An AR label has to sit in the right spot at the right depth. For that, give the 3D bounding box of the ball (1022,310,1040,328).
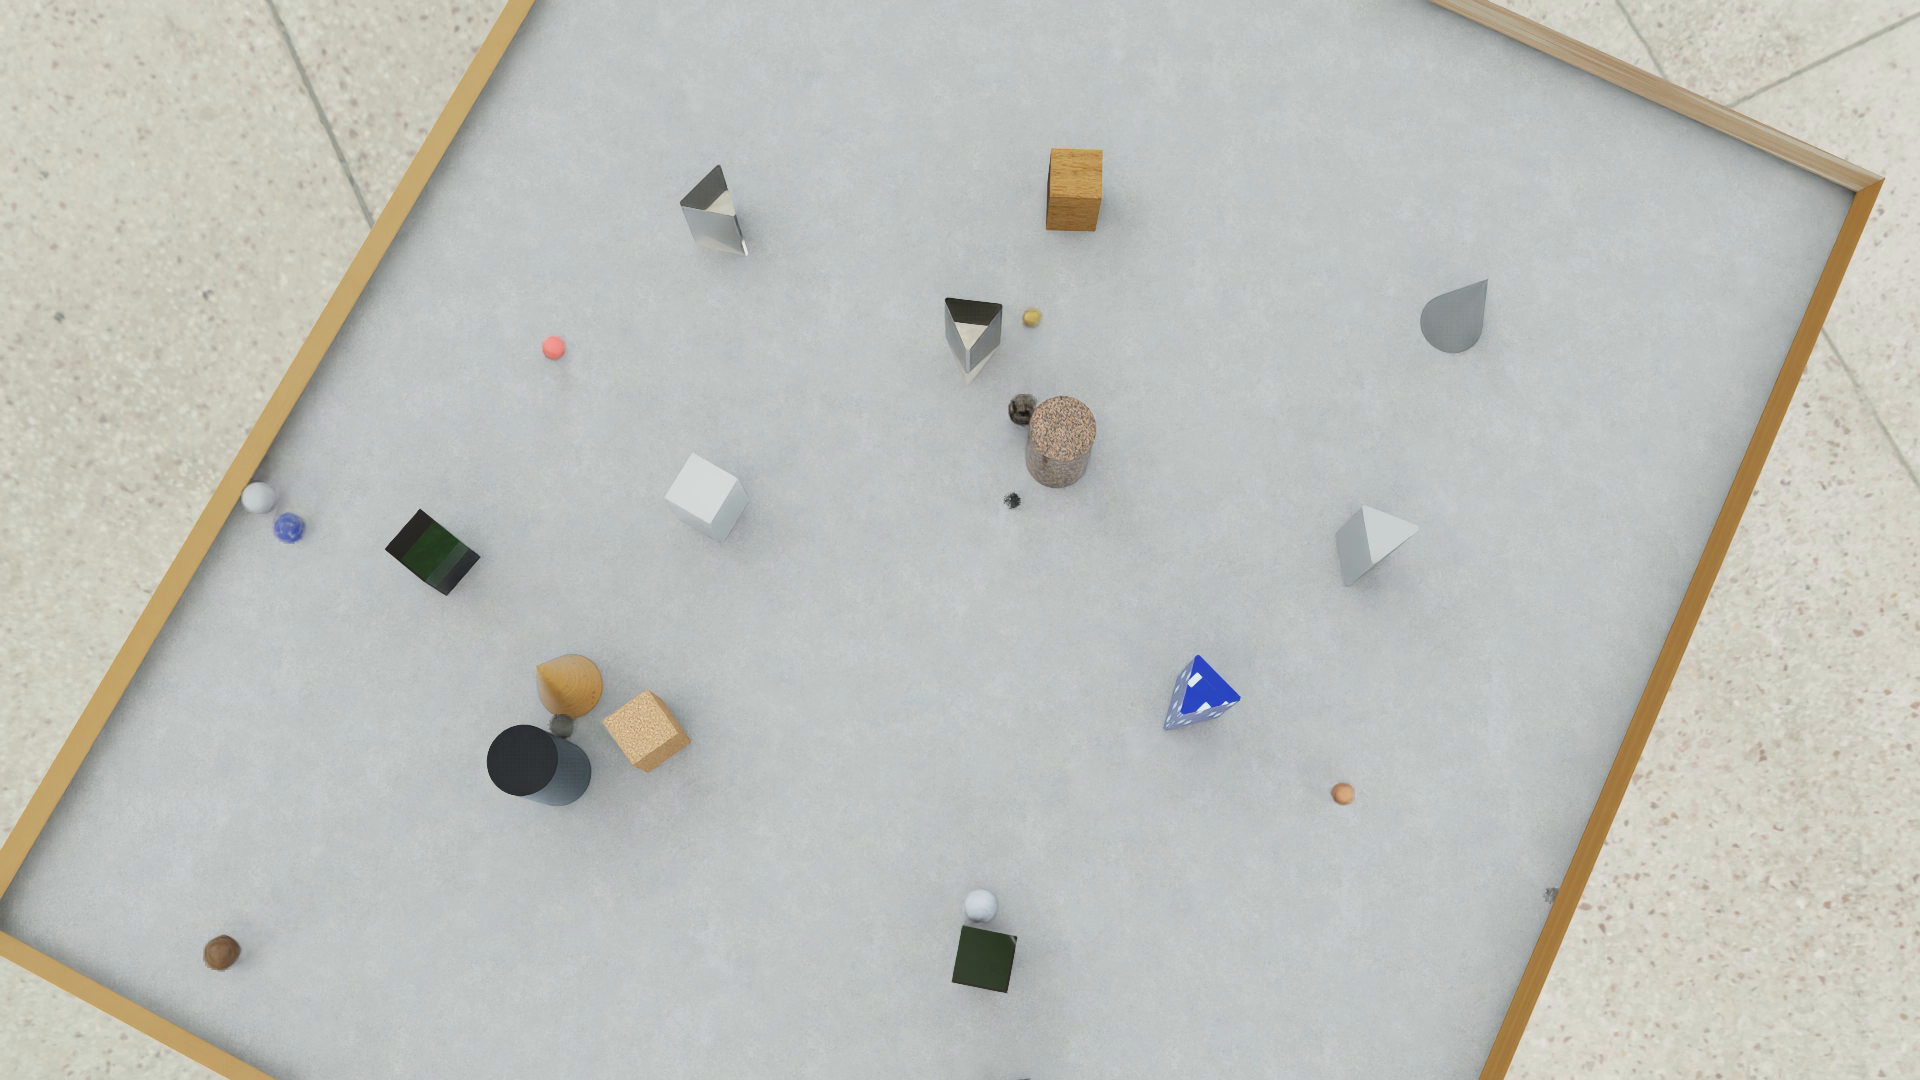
[{"bbox_3d":[0.223,-0.693,5.731,0.056,0.056,0.056,0,78,0],"label":"ball"}]

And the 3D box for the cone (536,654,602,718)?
[{"bbox_3d":[-1.175,0.395,5.303,0.196,0.454,0.196,0,78,0],"label":"cone"}]

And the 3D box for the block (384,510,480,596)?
[{"bbox_3d":[-1.576,0.039,5.485,0.157,0.241,0.157,38,81,7],"label":"block"}]

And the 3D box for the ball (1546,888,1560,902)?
[{"bbox_3d":[1.741,1.041,5.379,0.044,0.044,0.044,0,78,0],"label":"ball"}]

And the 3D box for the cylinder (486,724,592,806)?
[{"bbox_3d":[-1.199,0.650,5.245,0.196,0.464,0.196,0,78,0],"label":"cylinder"}]

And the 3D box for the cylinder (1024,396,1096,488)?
[{"bbox_3d":[0.299,-0.290,5.501,0.196,0.345,0.196,0,78,0],"label":"cylinder"}]

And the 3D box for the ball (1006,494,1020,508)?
[{"bbox_3d":[0.162,-0.120,5.618,0.046,0.046,0.046,0,78,0],"label":"ball"}]

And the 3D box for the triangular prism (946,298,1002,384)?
[{"bbox_3d":[0.015,-0.632,5.563,0.147,0.360,0.170,36,81,7],"label":"triangular prism"}]

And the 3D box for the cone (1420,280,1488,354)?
[{"bbox_3d":[1.544,-0.722,5.556,0.196,0.411,0.196,0,78,0],"label":"cone"}]

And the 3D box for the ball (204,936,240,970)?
[{"bbox_3d":[-2.142,1.197,5.319,0.097,0.097,0.097,0,78,0],"label":"ball"}]

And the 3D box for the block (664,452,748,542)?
[{"bbox_3d":[-0.757,-0.123,5.496,0.157,0.286,0.157,29,80,6],"label":"block"}]

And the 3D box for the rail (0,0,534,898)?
[{"bbox_3d":[-1.831,-0.890,5.735,0.045,0.127,4.640,26,80,5],"label":"rail"}]

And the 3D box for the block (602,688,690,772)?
[{"bbox_3d":[-0.914,0.561,5.363,0.157,0.270,0.157,-35,80,-7],"label":"block"}]

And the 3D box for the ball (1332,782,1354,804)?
[{"bbox_3d":[1.133,0.749,5.428,0.065,0.065,0.065,0,78,0],"label":"ball"}]

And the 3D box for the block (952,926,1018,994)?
[{"bbox_3d":[0.068,1.191,5.219,0.157,0.296,0.157,11,79,2],"label":"block"}]

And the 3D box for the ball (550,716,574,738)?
[{"bbox_3d":[-1.188,0.558,5.465,0.071,0.071,0.071,0,78,0],"label":"ball"}]

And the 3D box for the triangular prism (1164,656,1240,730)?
[{"bbox_3d":[0.678,0.434,5.302,0.170,0.440,0.147,-13,79,-3],"label":"triangular prism"}]

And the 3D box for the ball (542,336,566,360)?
[{"bbox_3d":[-1.265,-0.597,5.703,0.072,0.072,0.072,0,78,0],"label":"ball"}]

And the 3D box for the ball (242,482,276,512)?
[{"bbox_3d":[-2.141,-0.131,5.595,0.096,0.096,0.096,0,78,0],"label":"ball"}]

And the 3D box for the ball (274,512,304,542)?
[{"bbox_3d":[-2.043,-0.038,5.579,0.089,0.089,0.089,0,78,0],"label":"ball"}]

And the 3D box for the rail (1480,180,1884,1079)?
[{"bbox_3d":[1.831,0.903,5.363,0.045,0.127,4.640,26,80,5],"label":"rail"}]

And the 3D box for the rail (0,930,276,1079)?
[{"bbox_3d":[-1.027,2.018,5.133,4.143,0.127,0.045,26,80,5],"label":"rail"}]

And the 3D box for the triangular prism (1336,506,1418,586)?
[{"bbox_3d":[1.199,-0.003,5.423,0.170,0.381,0.147,-37,81,-7],"label":"triangular prism"}]

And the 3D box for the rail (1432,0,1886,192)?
[{"bbox_3d":[1.027,-2.004,5.965,4.143,0.127,0.045,26,80,5],"label":"rail"}]

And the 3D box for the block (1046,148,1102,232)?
[{"bbox_3d":[0.354,-1.087,5.702,0.157,0.274,0.157,2,78,0],"label":"block"}]

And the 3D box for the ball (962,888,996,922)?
[{"bbox_3d":[0.058,1.067,5.346,0.098,0.098,0.098,0,78,0],"label":"ball"}]

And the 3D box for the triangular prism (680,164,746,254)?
[{"bbox_3d":[-0.741,-1.025,5.659,0.170,0.333,0.147,12,79,2],"label":"triangular prism"}]

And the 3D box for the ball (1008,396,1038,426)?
[{"bbox_3d":[0.195,-0.399,5.652,0.093,0.093,0.093,0,78,0],"label":"ball"}]

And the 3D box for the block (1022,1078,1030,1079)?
[{"bbox_3d":[0.133,1.603,5.101,0.157,0.359,0.157,-6,78,-1],"label":"block"}]
